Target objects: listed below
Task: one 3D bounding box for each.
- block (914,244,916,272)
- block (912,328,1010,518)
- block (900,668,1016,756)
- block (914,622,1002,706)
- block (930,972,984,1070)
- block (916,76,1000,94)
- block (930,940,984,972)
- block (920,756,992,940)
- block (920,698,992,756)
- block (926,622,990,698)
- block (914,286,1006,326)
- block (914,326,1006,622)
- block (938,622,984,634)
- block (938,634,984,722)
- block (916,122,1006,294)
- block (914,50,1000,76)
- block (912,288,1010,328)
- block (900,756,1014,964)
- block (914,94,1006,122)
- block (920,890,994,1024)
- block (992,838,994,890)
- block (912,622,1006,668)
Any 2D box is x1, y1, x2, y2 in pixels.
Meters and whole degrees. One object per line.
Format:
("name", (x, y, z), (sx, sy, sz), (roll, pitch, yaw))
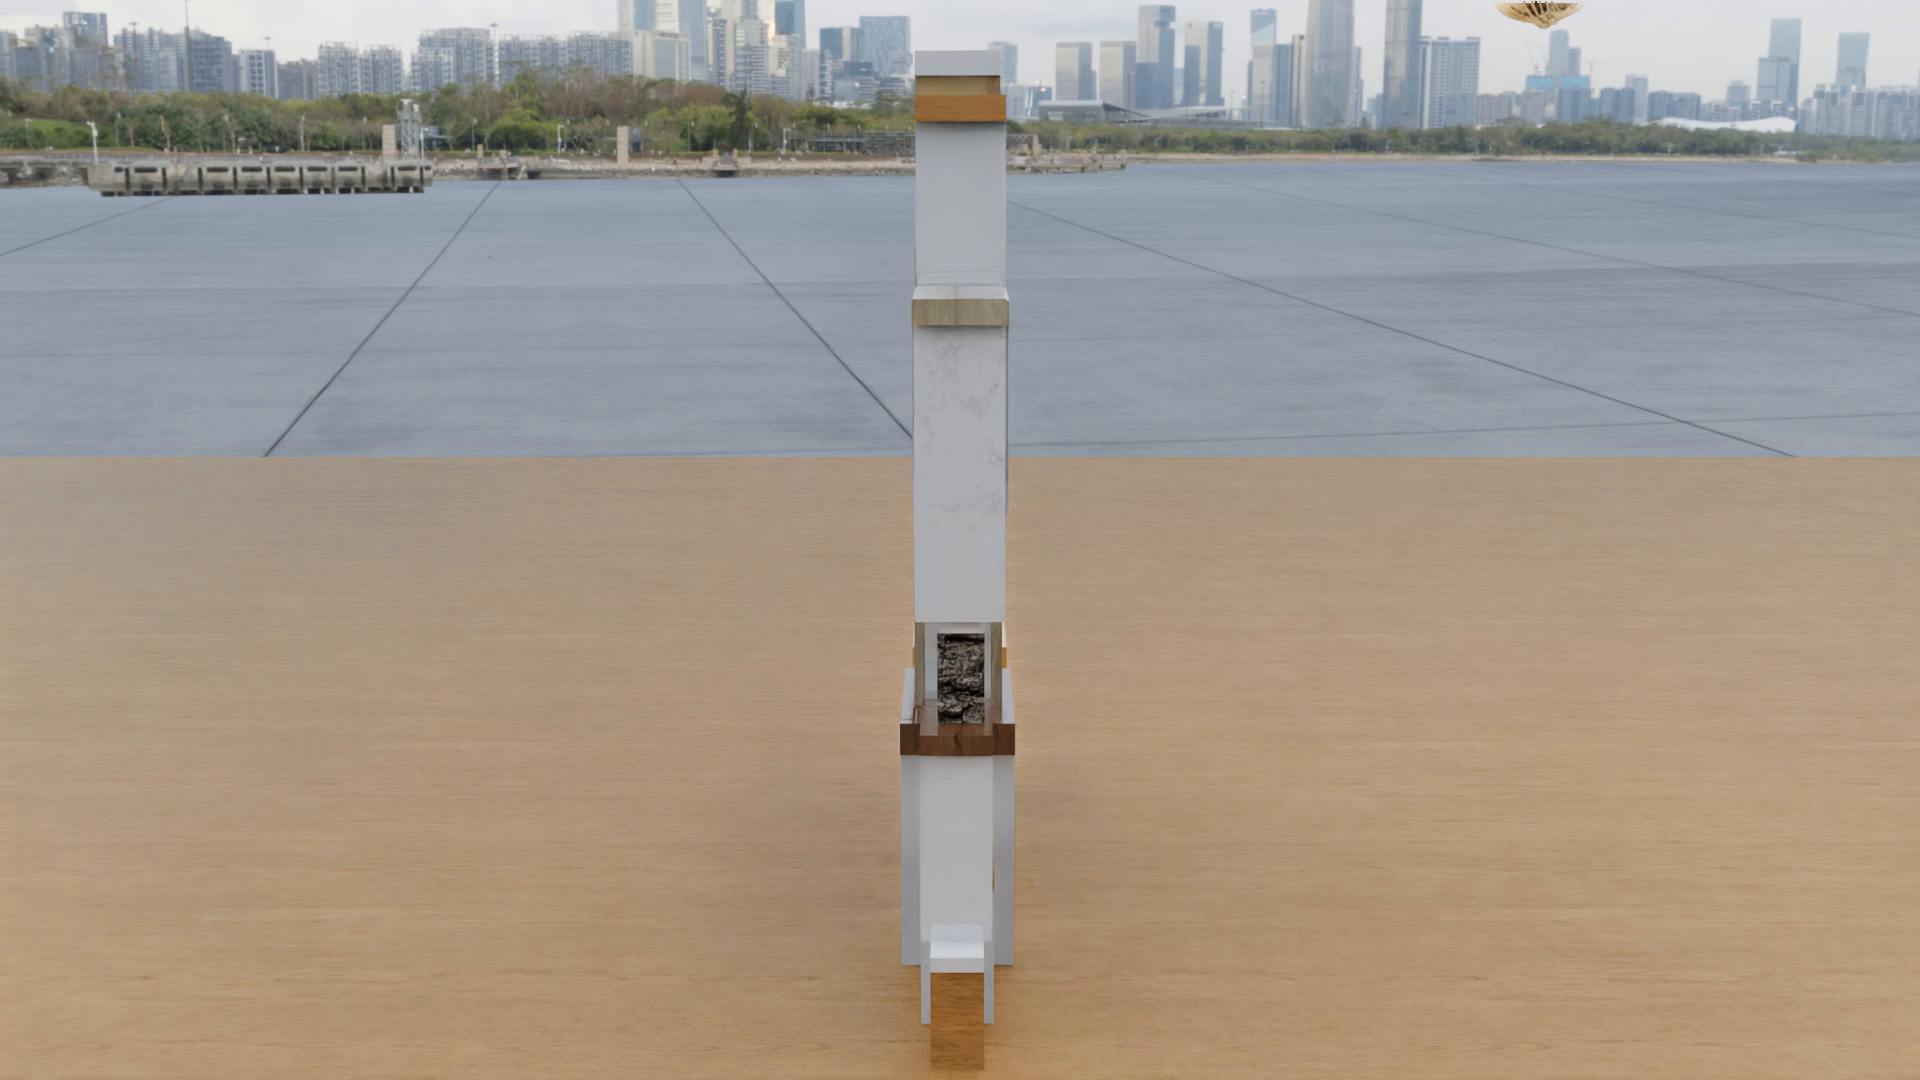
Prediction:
("block", (-0.001, -0.513, 3.936), (0.154, 0.044, 0.309), (0, 11, 0))
("block", (0.001, -0.175, 3.231), (0.140, 0.281, 0.040), (0, 11, 0))
("block", (-0.003, 0.264, 3.424), (0.171, 0.048, 0.341), (0, 11, 0))
("block", (-0.003, 0.119, 3.345), (0.132, 0.265, 0.037), (0, 11, 0))
("block", (-0.004, 0.645, 2.978), (0.072, 0.144, 0.020), (0, 11, 0))
("block", (-0.003, -0.530, 3.733), (0.142, 0.505, 0.040), (0, 10, 0))
("block", (-0.004, 0.555, 3.010), (0.072, 0.020, 0.144), (0, 11, 0))
("block", (-0.005, 0.413, 2.989), (0.098, 0.267, 0.028), (0, 11, 0))
("block", (-0.005, 0.256, 3.026), (0.098, 0.028, 0.195), (0, 11, 0))
("block", (-0.003, 0.271, 3.165), (0.093, 0.339, 0.026), (0, 11, 0))
("block", (0.000, -0.316, 2.958), (0.120, 0.034, 0.240), (0, 11, 0))
("block", (0.000, -0.089, 2.919), (0.120, 0.399, 0.034), (0, 11, 0))
("block", (0.001, 0.105, 3.016), (0.064, 0.018, 0.128), (0, 11, 0))
("block", (0.001, 0.184, 2.988), (0.064, 0.128, 0.018), (0, 11, 0))
("block", (0.001, -0.340, 3.124), (0.126, 0.501, 0.036), (0, 10, 0))
("block", (-0.003, -0.815, 3.777), (0.142, 0.040, 0.284), (0, 10, 0))
("block", (0.001, -0.349, 3.294), (0.140, 0.040, 0.281), (0, 11, 0))
("block", (-0.003, 0.476, 3.348), (0.171, 0.341, 0.048), (0, 11, 0))
("block", (0.000, -0.619, 3.157), (0.126, 0.036, 0.252), (0, 11, 0))
("block", (-0.004, 0.585, 3.129), (0.104, 0.207, 0.029), (0, 11, 0))
("block", (-0.004, 0.456, 3.176), (0.103, 0.029, 0.207), (0, 11, 0))
("block", (-0.001, 0.178, 3.970), (0.163, 0.046, 0.327), (0, 11, 0))
